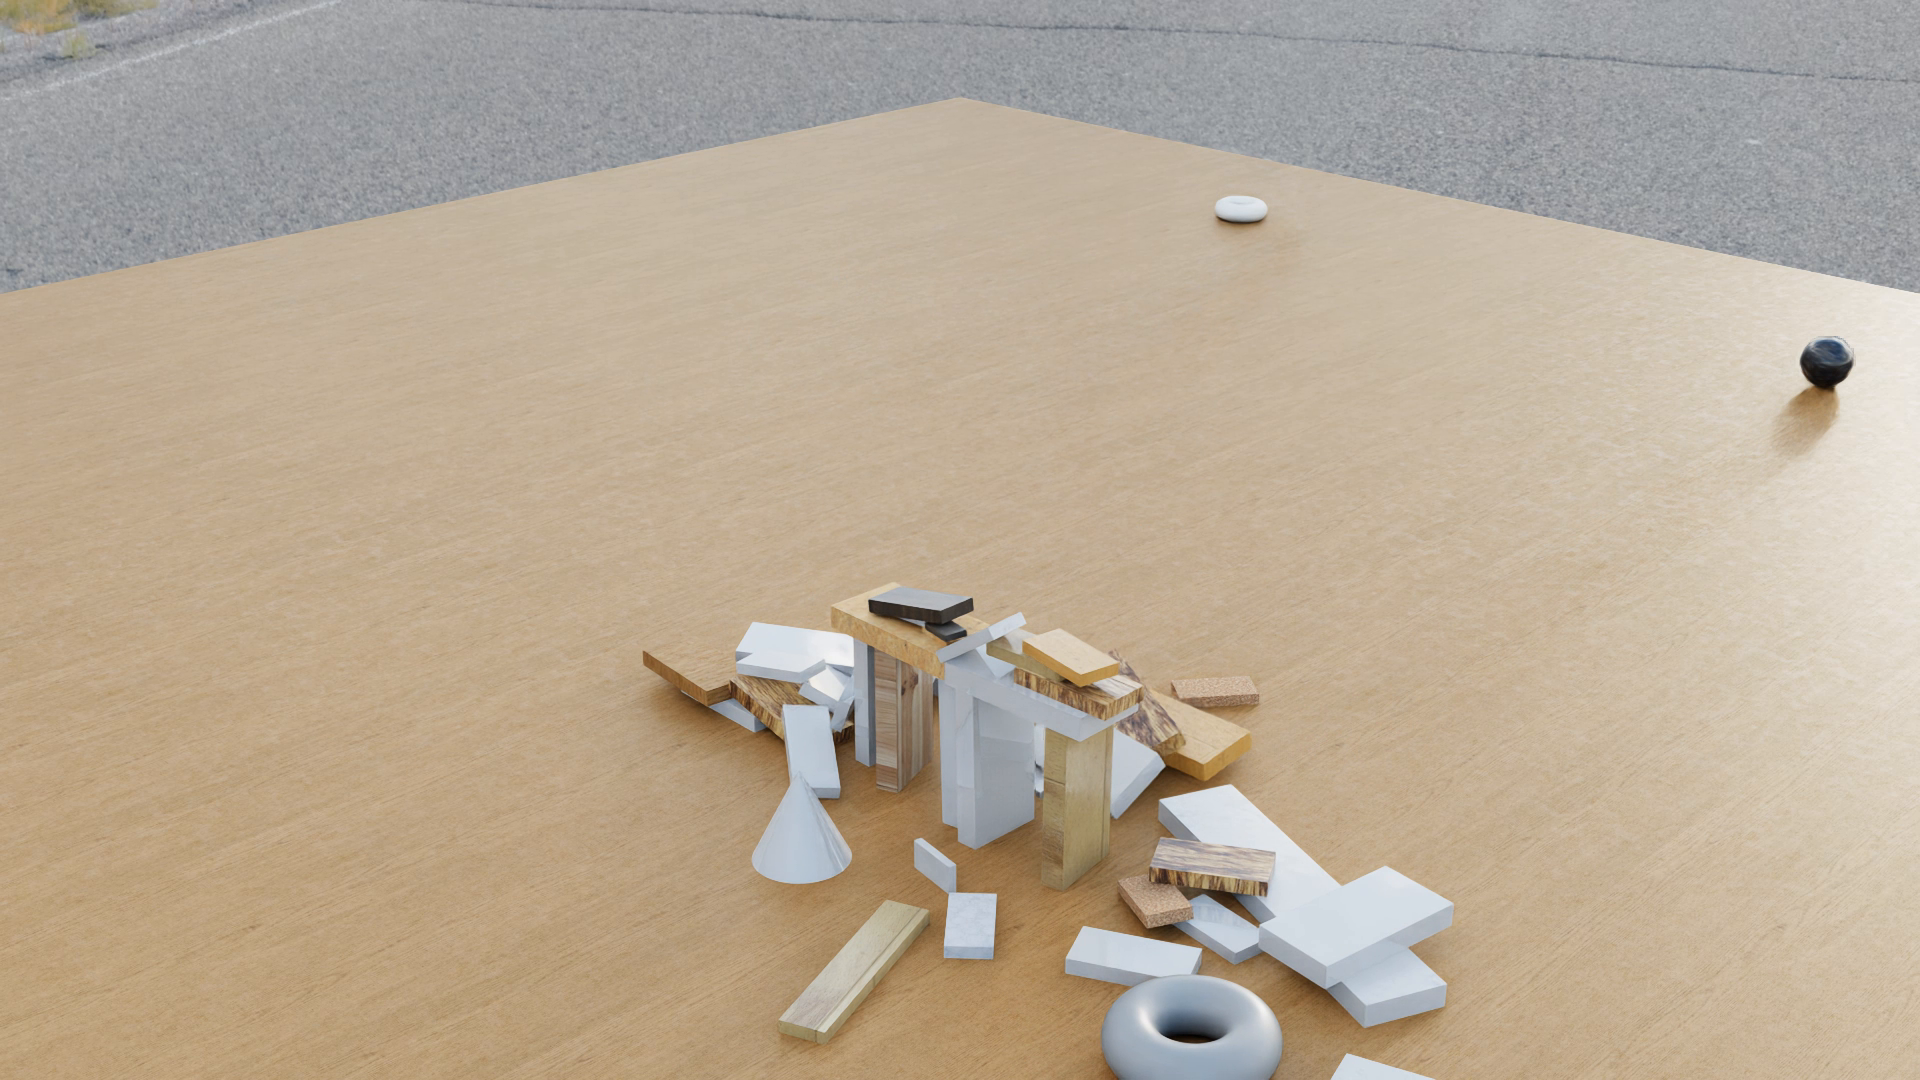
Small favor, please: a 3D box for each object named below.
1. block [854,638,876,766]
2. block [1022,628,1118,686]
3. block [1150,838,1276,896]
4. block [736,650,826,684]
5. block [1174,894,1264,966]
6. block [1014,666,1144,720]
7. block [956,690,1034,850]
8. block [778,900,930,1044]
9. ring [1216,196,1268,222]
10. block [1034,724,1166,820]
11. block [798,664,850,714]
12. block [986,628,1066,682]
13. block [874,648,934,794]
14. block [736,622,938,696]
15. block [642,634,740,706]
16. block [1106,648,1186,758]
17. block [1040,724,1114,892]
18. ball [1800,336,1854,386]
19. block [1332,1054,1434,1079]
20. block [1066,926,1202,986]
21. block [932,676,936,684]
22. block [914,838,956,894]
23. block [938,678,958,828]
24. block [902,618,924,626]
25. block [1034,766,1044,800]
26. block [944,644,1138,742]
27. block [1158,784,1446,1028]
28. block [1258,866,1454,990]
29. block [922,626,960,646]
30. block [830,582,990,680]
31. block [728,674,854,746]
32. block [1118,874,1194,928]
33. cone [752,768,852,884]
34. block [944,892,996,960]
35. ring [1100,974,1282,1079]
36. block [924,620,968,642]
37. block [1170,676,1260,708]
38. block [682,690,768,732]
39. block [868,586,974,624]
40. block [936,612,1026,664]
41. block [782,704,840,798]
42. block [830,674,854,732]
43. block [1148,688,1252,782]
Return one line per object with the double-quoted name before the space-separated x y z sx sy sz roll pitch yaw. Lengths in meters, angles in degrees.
"block" -0.149 0.309 4.636 0.155 0.311 0.044 -20 30 -39
"block" 0.204 0.217 4.077 0.089 0.025 0.177 -15 28 -32
"block" 0.477 0.616 4.151 0.222 0.031 0.111 5 24 15
"block" -0.392 0.276 4.808 0.179 0.025 0.090 6 21 34
"block" 0.476 0.715 4.043 0.090 0.025 0.180 -16 28 -34
"block" 0.221 0.268 4.093 0.222 0.031 0.111 21 30 39
"block" 0.070 0.422 4.330 0.048 0.340 0.170 20 30 41
"block" -0.183 0.765 3.925 0.090 0.025 0.417 10 25 22
"ring" 1.124 -1.322 8.790 0.210 0.070 0.210 1 24 0
"block" 0.265 0.450 4.549 0.153 0.043 0.306 -45 41 -15
"block" -0.280 0.329 4.831 0.102 0.029 0.203 29 12 6
"block" 0.146 0.215 4.144 0.177 0.025 0.089 19 29 37
"block" -0.114 0.332 4.543 0.048 0.339 0.170 10 25 23
"block" -0.192 0.278 4.998 0.616 0.044 0.155 7 24 7
"block" -0.584 0.290 4.931 0.133 0.038 0.266 -18 29 -35
"block" 0.339 0.368 4.666 0.153 0.043 0.306 -31 40 -5
"block" 0.224 0.480 4.192 0.048 0.340 0.170 16 28 31
"ball" 2.708 -0.556 6.873 0.156 0.156 0.156 0 23 0
"block" 0.704 0.901 3.604 0.179 0.025 0.090 12 26 26
"block" 0.312 0.755 3.942 0.222 0.031 0.111 8 24 18
"block" -0.126 0.271 4.914 0.155 0.044 0.310 8 25 10
"block" -0.048 0.624 4.213 0.017 0.060 0.120 -15 27 -31
"block" 0.032 0.390 4.405 0.048 0.339 0.170 15 27 36
"block" -0.077 0.153 4.371 0.047 0.013 0.094 -15 17 -32
"block" 0.152 0.499 4.563 0.060 0.017 0.120 -16 28 -34
"block" 0.153 0.277 4.174 0.340 0.048 0.170 20 30 39
"block" 0.623 0.668 4.127 0.164 0.047 0.765 -9 25 -21
"block" 0.712 0.692 3.951 0.328 0.047 0.164 -17 28 -34
"block" -0.031 0.185 4.313 0.047 0.013 0.094 -14 26 -29
"block" -0.084 0.180 4.406 0.170 0.048 0.339 -20 30 -39
"block" -0.368 0.366 4.775 0.133 0.038 0.266 -20 43 -39
"block" 0.363 0.670 4.101 0.090 0.025 0.180 -10 14 -11
"cone" -0.309 0.530 4.262 0.196 0.196 0.196 0 23 0
"block" 0.020 0.710 4.054 0.090 0.025 0.179 1 23 3
"ring" 0.387 0.833 3.670 0.303 0.101 0.303 -1 22 0
"block" -0.028 0.174 4.287 0.047 0.013 0.094 -16 21 -22
"block" 0.570 0.341 4.925 0.180 0.026 0.090 -3 23 -7
"block" -0.488 0.345 4.899 0.133 0.038 0.266 -20 30 -39
"block" -0.078 0.129 4.380 0.194 0.028 0.097 7 19 40
"block" 0.039 0.186 4.180 0.089 0.025 0.178 -24 -2 -39
"block" -0.314 0.441 4.608 0.097 0.028 0.278 3 32 -12
"block" -0.221 0.309 4.694 0.028 0.097 0.194 24 46 3
"block" 0.443 0.405 4.678 0.324 0.043 0.153 21 38 41
